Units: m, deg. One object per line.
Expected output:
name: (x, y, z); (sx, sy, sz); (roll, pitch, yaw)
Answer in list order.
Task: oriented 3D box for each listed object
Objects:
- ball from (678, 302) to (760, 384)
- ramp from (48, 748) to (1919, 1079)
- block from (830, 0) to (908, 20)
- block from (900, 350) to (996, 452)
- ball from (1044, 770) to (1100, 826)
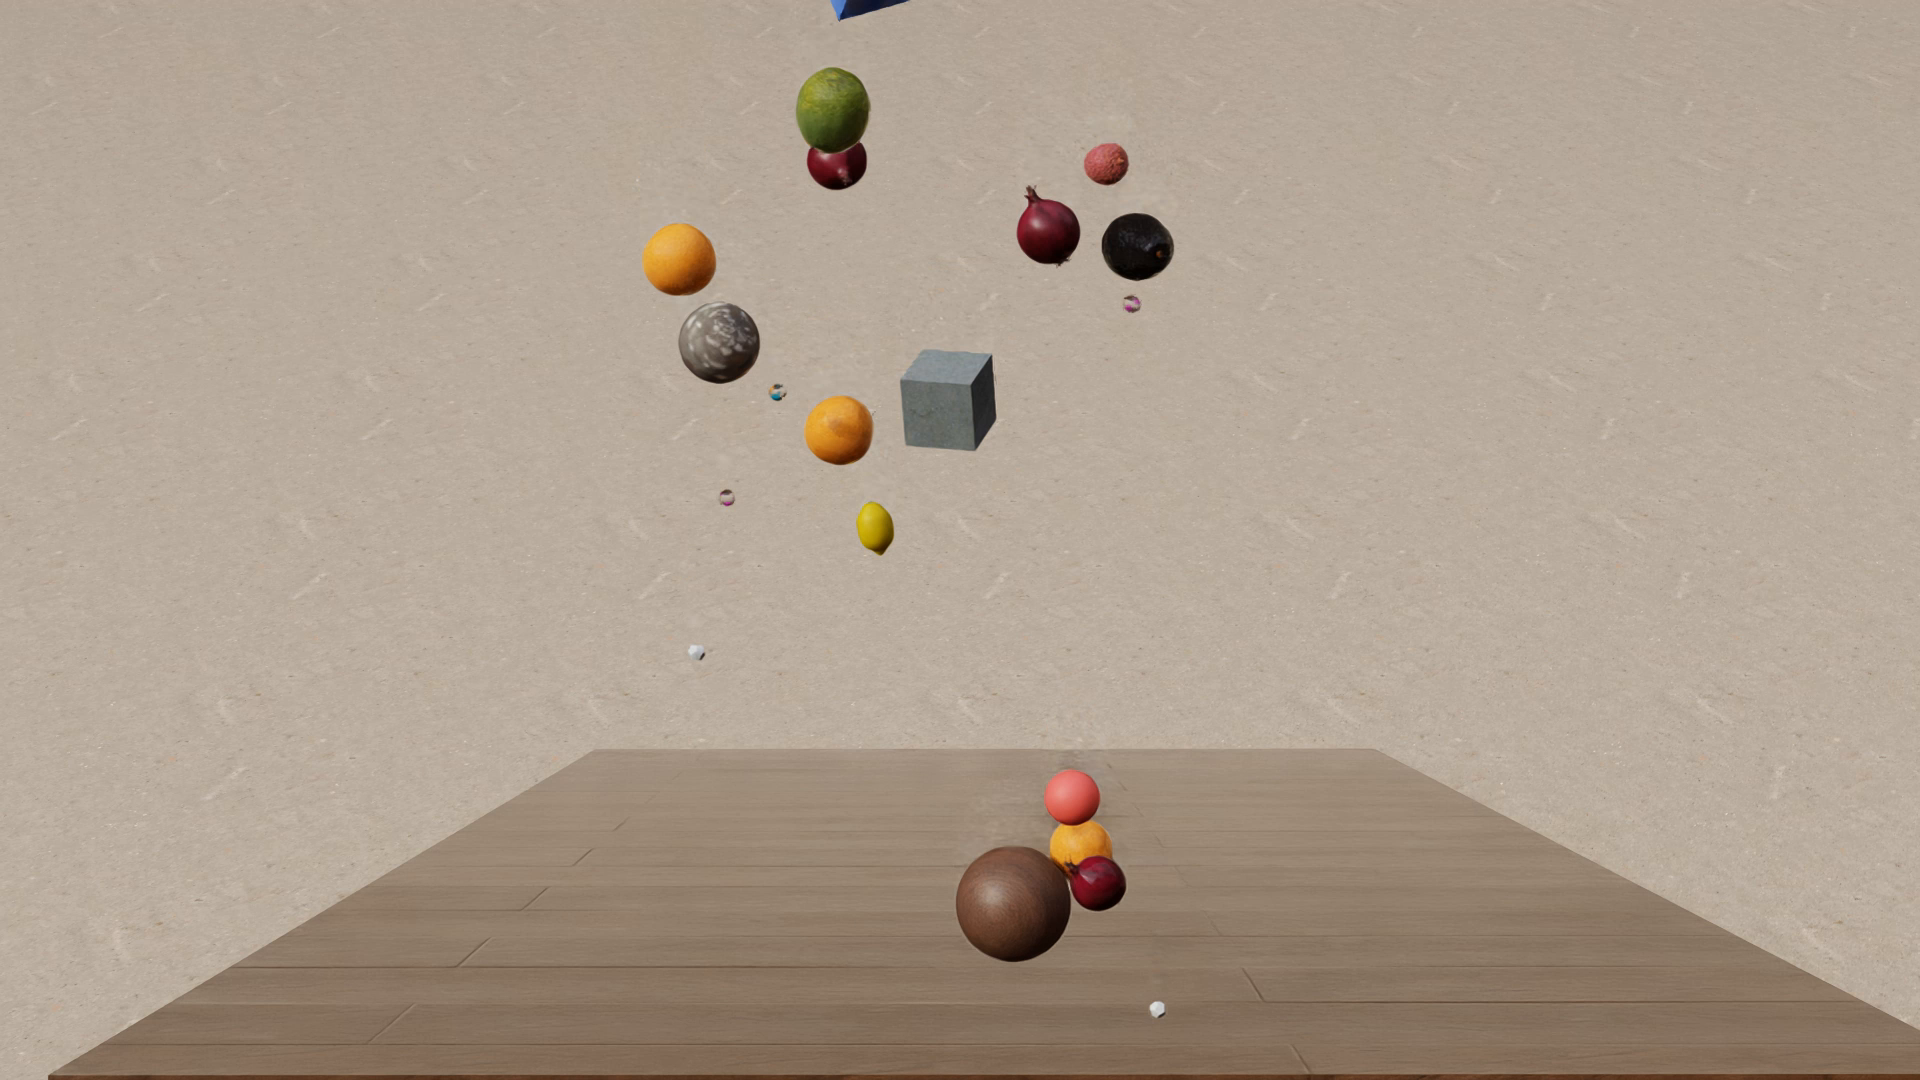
ball: (-0.246, -0.202, 2.642); (0.083, 0.083, 0.083); (0, 30, 0)
ramp: (0.066, 0.591, 4.644); (2.000, 0.100, 4.000); (0, 0, 0)
block: (-0.071, -0.495, 2.142); (0.082, 0.082, 0.082); (-19, -10, -17)
block: (-0.012, -0.146, 2.689); (0.076, 0.076, 0.076); (5, 30, 17)
ball: (0.122, 0.280, 2.810); (0.060, 0.060, 0.060); (0, 30, 0)
